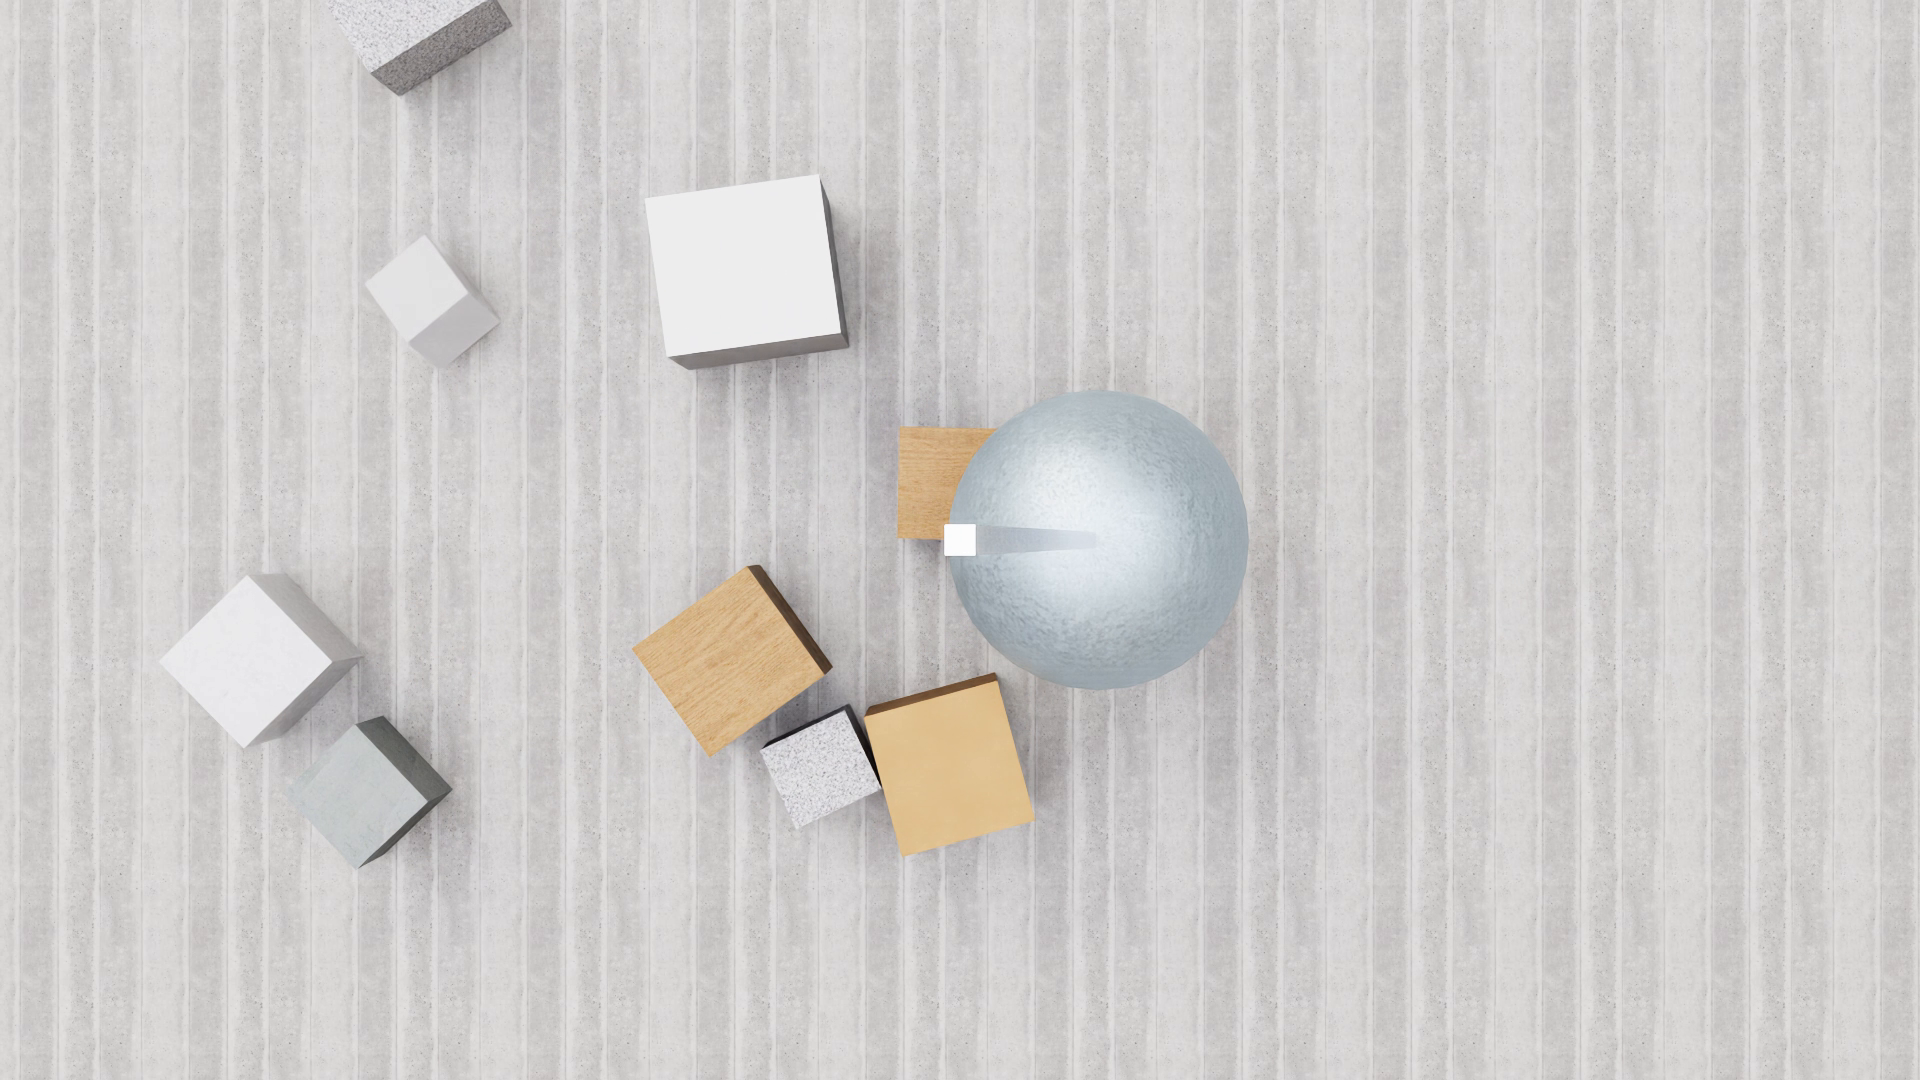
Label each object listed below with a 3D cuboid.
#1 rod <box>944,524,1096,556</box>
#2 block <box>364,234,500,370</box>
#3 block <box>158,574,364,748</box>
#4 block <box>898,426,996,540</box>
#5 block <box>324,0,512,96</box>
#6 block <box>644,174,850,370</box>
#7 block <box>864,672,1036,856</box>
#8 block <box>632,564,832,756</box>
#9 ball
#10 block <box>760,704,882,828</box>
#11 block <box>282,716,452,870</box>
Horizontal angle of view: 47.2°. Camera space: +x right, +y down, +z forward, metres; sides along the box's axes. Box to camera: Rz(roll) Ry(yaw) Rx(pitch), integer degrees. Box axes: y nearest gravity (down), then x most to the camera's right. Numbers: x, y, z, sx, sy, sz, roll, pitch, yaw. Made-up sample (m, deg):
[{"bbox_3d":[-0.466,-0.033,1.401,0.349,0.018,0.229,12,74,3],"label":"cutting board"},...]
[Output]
[{"bbox_3d":[0.317,0.000,8.313,0.080,5.200,0.080,0,90,7],"label":"rod"},{"bbox_3d":[-3.048,-1.372,12.713,0.449,0.417,0.499,-39,68,0],"label":"block"},{"bbox_3d":[-4.002,0.682,12.657,0.693,0.686,0.683,-44,90,0],"label":"block"},{"bbox_3d":[-0.007,-0.317,12.689,0.681,0.622,0.629,1,90,0],"label":"block"},{"bbox_3d":[-3.147,-3.097,12.670,0.794,0.661,0.632,-32,90,0],"label":"block"},{"bbox_3d":[-1.189,-1.503,12.519,0.962,0.962,0.875,-8,90,0],"label":"block"},{"bbox_3d":[-0.058,1.270,12.601,0.769,0.798,0.805,-15,90,0],"label":"block"},{"bbox_3d":[-1.286,0.675,12.595,0.786,0.809,0.744,-36,90,0],"label":"block"},{"bbox_3d":[0.731,0.000,11.688,1.600,1.600,1.600,0,90,0],"label":"ball"},{"bbox_3d":[-0.789,1.300,12.724,0.533,0.552,0.491,-25,90,0],"label":"block"},{"bbox_3d":[-3.407,1.448,12.691,0.560,0.617,0.601,-43,90,0],"label":"block"}]
